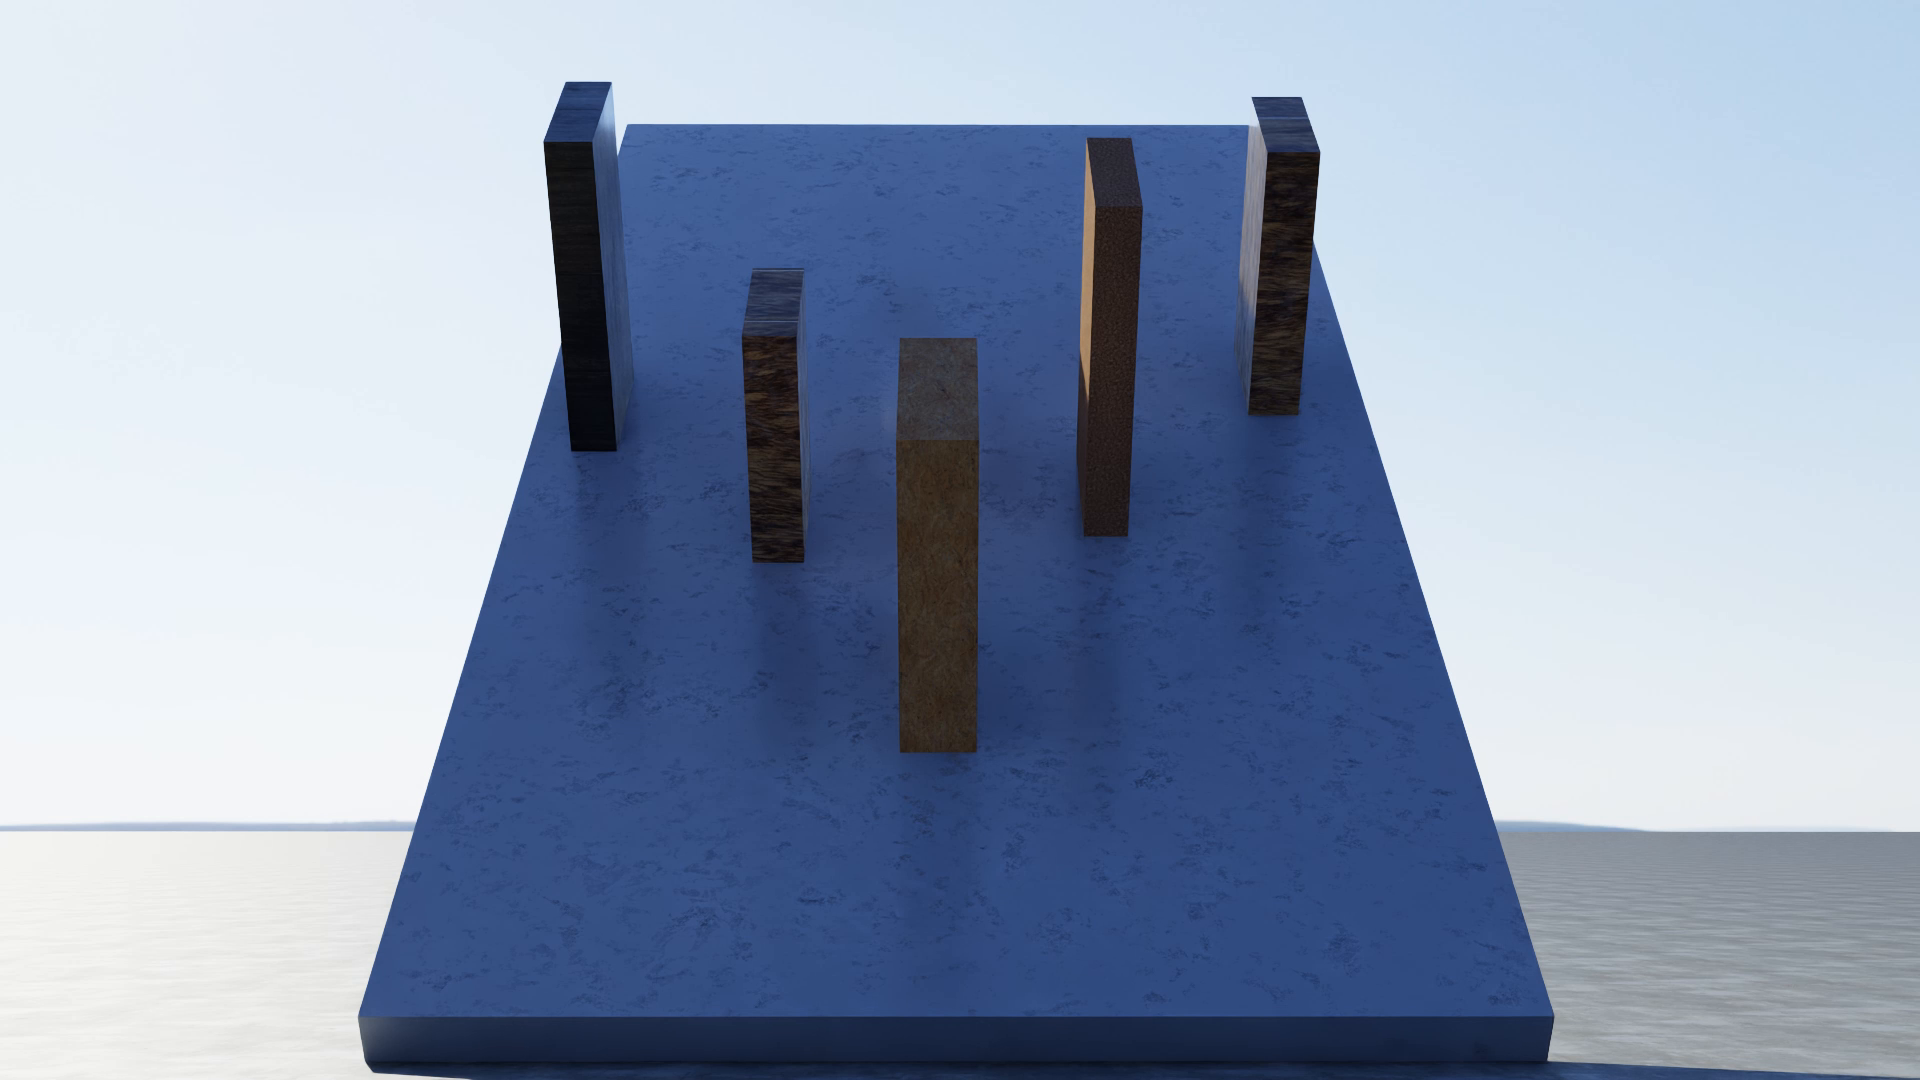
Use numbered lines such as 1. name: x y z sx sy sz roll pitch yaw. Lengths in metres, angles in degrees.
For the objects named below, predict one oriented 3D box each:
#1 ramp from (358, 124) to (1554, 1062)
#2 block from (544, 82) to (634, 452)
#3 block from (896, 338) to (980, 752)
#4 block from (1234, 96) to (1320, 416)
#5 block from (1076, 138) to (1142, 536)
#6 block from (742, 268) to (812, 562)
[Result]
1. ramp: -0.014 -0.198 5.801 2.000 0.100 4.000 0 31 0
2. block: -0.859 -0.635 5.673 0.107 0.773 0.368 0 31 0
3. block: -0.042 0.010 4.697 0.149 0.688 0.408 0 31 0
4. block: 0.757 -0.682 5.854 0.121 0.677 0.349 0 31 0
5. block: 0.324 -0.442 5.348 0.097 0.789 0.373 0 31 0
6. block: -0.395 -0.271 5.295 0.112 0.547 0.333 0 31 0
